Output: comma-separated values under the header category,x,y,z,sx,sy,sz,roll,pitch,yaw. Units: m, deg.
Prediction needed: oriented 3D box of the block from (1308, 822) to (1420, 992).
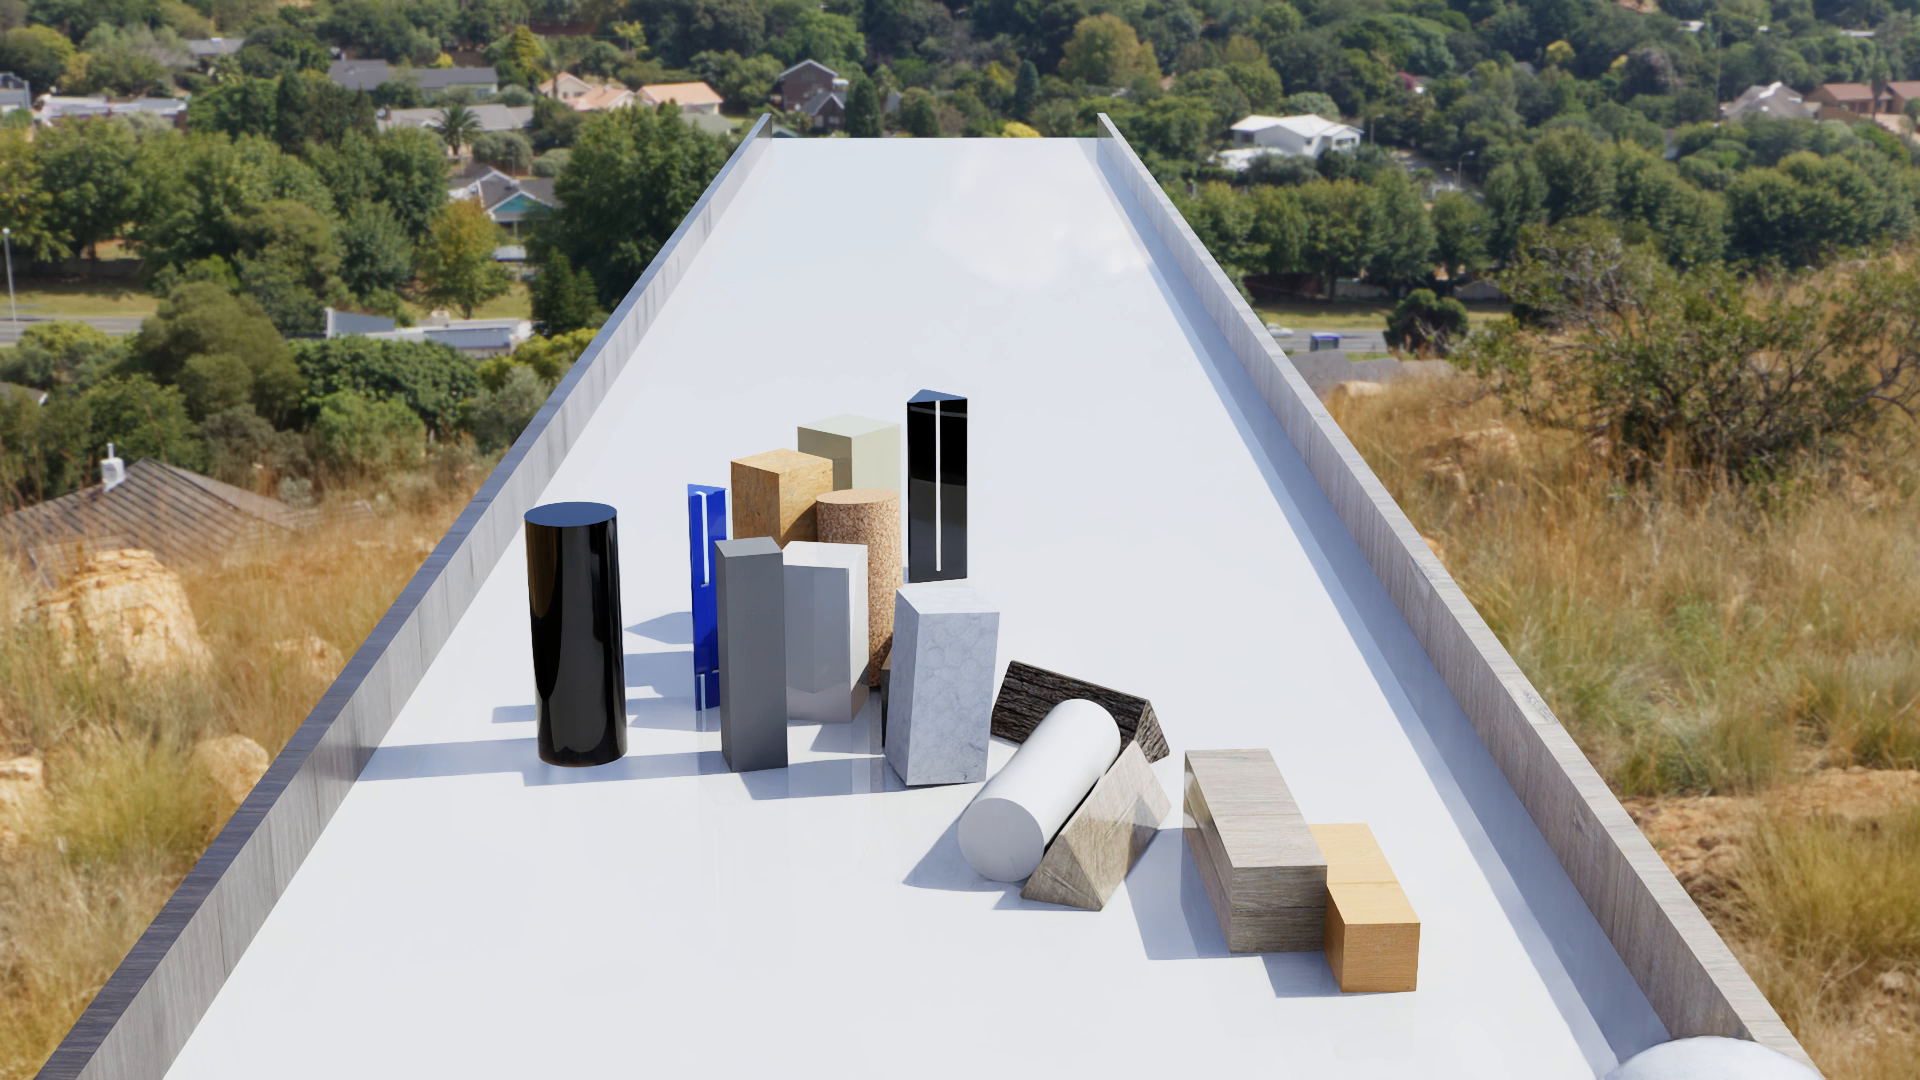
category,x,y,z,sx,sy,sz,roll,pitch,yaw
block,0.581,0.536,3.239,0.106,0.106,0.341,-1,17,-2

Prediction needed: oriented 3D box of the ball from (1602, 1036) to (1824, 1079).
category,x,y,z,sx,sy,sz,roll,pitch,yaw
ball,0.803,0.692,2.324,0.328,0.328,0.328,0,17,0

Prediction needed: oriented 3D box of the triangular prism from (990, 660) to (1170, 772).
category,x,y,z,sx,sy,sz,roll,pitch,yaw
triangular prism,0.212,0.308,3.966,0.314,0.121,0.140,14,21,40

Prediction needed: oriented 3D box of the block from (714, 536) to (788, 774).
category,x,y,z,sx,sy,sz,roll,pitch,yaw
block,-0.365,0.201,3.855,0.100,0.396,0.100,-5,17,-16

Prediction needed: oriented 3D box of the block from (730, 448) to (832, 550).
category,x,y,z,sx,sy,sz,roll,pitch,yaw
block,-0.349,0.044,4.349,0.140,0.416,0.140,15,22,41

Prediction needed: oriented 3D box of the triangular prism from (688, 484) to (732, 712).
category,x,y,z,sx,sy,sz,roll,pitch,yaw
triangular prism,-0.484,0.105,4.137,0.087,0.420,0.075,-12,20,-35

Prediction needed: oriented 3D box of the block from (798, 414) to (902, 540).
category,x,y,z,sx,sy,sz,roll,pitch,yaw
block,-0.230,-0.036,4.609,0.151,0.421,0.151,13,21,37

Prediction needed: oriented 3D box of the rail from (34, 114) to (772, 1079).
category,x,y,z,sx,sy,sz,roll,pitch,yaw
rail,-1.118,-0.838,7.780,0.050,0.150,12.000,0,17,-1

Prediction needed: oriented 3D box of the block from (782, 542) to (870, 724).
category,x,y,z,sx,sy,sz,roll,pitch,yaw
block,-0.261,0.171,4.123,0.149,0.301,0.149,3,17,10

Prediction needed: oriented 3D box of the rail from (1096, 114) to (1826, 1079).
category,x,y,z,sx,sy,sz,roll,pitch,yaw
rail,0.932,-0.844,7.801,0.050,0.150,12.000,0,17,-1

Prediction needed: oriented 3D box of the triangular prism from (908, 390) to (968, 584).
category,x,y,z,sx,sy,sz,roll,pitch,yaw
triangular prism,-0.065,-0.123,4.916,0.137,0.413,0.118,-5,17,-17

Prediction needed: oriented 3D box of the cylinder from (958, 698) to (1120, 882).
category,x,y,z,sx,sy,sz,roll,pitch,yaw
cylinder,0.137,0.404,3.618,0.142,0.142,0.455,6,17,18

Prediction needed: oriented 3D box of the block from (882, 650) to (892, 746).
category,x,y,z,sx,sy,sz,roll,pitch,yaw
block,-0.042,0.252,4.117,0.149,0.149,0.371,2,17,7

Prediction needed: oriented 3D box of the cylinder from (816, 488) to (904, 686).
category,x,y,z,sx,sy,sz,roll,pitch,yaw
cylinder,-0.190,0.091,4.269,0.161,0.358,0.161,-2,11,0

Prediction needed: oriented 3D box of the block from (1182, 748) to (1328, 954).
category,x,y,z,sx,sy,sz,roll,pitch,yaw
block,0.449,0.471,3.401,0.137,0.137,0.449,-1,17,-3

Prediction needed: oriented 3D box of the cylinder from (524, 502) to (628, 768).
category,x,y,z,sx,sy,sz,roll,pitch,yaw
cylinder,-0.677,0.166,3.891,0.161,0.443,0.161,0,17,0

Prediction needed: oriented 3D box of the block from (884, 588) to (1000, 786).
category,x,y,z,sx,sy,sz,roll,pitch,yaw
block,-0.033,0.252,3.820,0.143,0.309,0.143,-1,16,-18

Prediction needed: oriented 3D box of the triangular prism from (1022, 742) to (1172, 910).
category,x,y,z,sx,sy,sz,roll,pitch,yaw
triangular prism,0.223,0.445,3.519,0.132,0.114,0.404,6,17,19
